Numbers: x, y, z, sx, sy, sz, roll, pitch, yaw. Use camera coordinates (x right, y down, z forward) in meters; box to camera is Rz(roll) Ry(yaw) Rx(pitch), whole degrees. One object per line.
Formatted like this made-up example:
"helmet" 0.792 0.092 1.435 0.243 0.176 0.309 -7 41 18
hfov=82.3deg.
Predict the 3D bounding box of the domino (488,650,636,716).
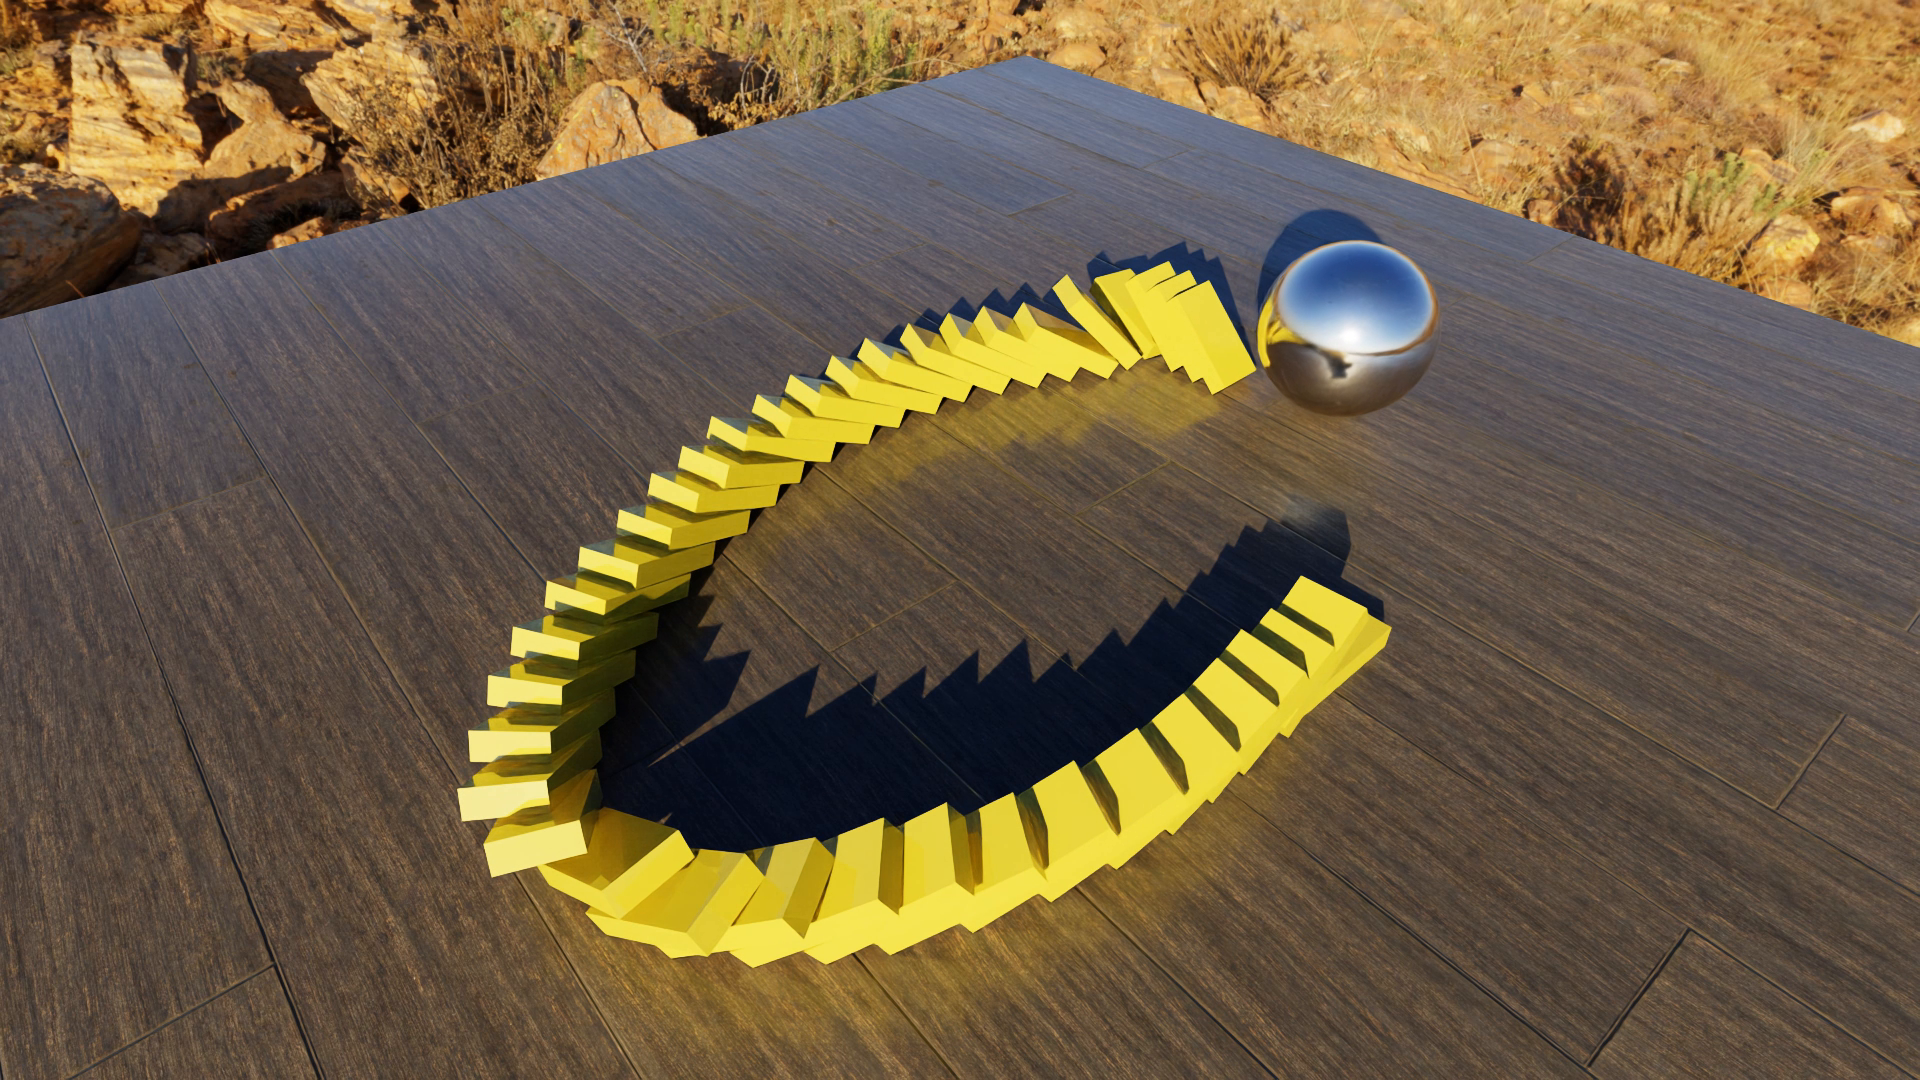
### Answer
"domino" -0.132 0.045 0.368 0.025 0.010 0.050 7 8 9

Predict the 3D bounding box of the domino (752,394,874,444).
"domino" -0.065 -0.054 0.491 0.025 0.009 0.050 34 22 34

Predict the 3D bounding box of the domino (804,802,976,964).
"domino" -0.021 0.096 0.306 0.050 0.010 0.025 -30 38 17

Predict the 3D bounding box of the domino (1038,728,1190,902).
"domino" 0.040 0.081 0.325 0.050 0.010 0.025 -37 44 5

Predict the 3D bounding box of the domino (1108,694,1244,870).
"domino" 0.058 0.073 0.334 0.050 0.010 0.025 -41 49 2

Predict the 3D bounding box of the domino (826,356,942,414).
"domino" -0.035 -0.072 0.513 0.050 0.010 0.025 5 28 -43

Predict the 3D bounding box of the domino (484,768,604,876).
"domino" -0.121 0.082 0.323 0.025 0.010 0.050 -12 7 -12

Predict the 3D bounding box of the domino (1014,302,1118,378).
"domino" 0.052 -0.099 0.545 0.050 0.010 0.025 18 31 -28

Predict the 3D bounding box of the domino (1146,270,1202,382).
"domino" 0.115 -0.107 0.548 0.025 0.009 0.050 -29 92 -31

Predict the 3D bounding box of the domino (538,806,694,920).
"domino" -0.099 0.091 0.313 0.050 0.009 0.025 -5 25 49

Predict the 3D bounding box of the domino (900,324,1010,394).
"domino" -0.002 -0.087 0.531 0.050 0.009 0.025 14 29 -34

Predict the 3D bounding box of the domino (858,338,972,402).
"domino" -0.021 -0.080 0.521 0.050 0.009 0.025 10 25 -41

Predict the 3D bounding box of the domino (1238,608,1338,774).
"domino" 0.099 0.050 0.364 0.025 0.010 0.050 36 80 35

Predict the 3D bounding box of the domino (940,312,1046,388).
"domino" 0.016 -0.093 0.537 0.050 0.010 0.025 17 31 -30

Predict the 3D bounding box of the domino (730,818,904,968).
"domino" -0.039 0.097 0.304 0.050 0.009 0.025 -26 35 22

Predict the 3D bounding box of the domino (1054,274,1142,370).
"domino" 0.069 -0.109 0.549 0.010 0.050 0.025 -41 38 17

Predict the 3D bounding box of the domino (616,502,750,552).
"domino" -0.109 -0.007 0.436 0.025 0.010 0.050 18 16 21

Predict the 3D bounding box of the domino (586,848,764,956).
"domino" -0.079 0.098 0.303 0.050 0.009 0.025 -10 32 42

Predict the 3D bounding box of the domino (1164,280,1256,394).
"domino" 0.123 -0.100 0.540 0.025 0.009 0.050 -29 92 -31

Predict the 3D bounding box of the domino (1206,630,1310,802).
"domino" 0.086 0.056 0.354 0.025 0.010 0.050 37 84 36

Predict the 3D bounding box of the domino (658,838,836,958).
"domino" -0.060 0.099 0.303 0.050 0.010 0.025 -19 31 30

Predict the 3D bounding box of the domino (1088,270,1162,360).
"domino" 0.092 -0.118 0.571 0.025 0.010 0.050 -22 66 -31

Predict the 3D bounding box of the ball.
"ball" 0.178 -0.097 0.506 0.080 0.080 0.080 0 39 0

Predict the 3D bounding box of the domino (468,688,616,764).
"domino" -0.132 0.058 0.352 0.025 0.009 0.050 0 7 4

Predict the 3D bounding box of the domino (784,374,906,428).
"domino" -0.052 -0.063 0.502 0.050 0.010 0.025 2 26 -47

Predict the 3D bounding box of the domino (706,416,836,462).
"domino" -0.081 -0.044 0.478 0.025 0.010 0.050 28 19 35

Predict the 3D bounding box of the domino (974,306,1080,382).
"domino" 0.033 -0.096 0.541 0.050 0.009 0.025 18 30 -29

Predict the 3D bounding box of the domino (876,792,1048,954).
"domino" -0.002 0.094 0.311 0.050 0.009 0.025 -28 40 9

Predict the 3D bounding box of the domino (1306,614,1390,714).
"domino" 0.129 0.040 0.395 0.050 0.010 0.025 -30 48 -31

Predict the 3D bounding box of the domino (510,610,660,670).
"domino" -0.130 0.032 0.385 0.025 0.010 0.050 11 10 13

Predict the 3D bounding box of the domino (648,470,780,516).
"domino" -0.100 -0.021 0.451 0.025 0.010 0.050 22 17 25

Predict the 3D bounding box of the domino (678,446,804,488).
"domino" -0.091 -0.031 0.462 0.025 0.010 0.050 22 15 25

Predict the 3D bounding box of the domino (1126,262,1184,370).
"domino" 0.106 -0.113 0.556 0.025 0.010 0.050 -29 92 -31

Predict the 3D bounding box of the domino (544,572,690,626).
"domino" -0.125 0.018 0.404 0.025 0.009 0.050 16 14 18

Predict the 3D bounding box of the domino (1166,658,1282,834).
"domino" 0.074 0.064 0.344 0.050 0.010 0.025 -46 54 -2

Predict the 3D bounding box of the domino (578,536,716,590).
"domino" -0.118 0.006 0.418 0.025 0.010 0.050 15 14 17

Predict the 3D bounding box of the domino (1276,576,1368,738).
"domino" 0.114 0.039 0.375 0.025 0.009 0.050 31 77 34

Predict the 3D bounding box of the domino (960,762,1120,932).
"domino" 0.019 0.088 0.318 0.050 0.009 0.025 -33 43 4

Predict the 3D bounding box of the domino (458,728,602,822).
"domino" -0.130 0.071 0.336 0.025 0.010 0.050 -5 7 -1
